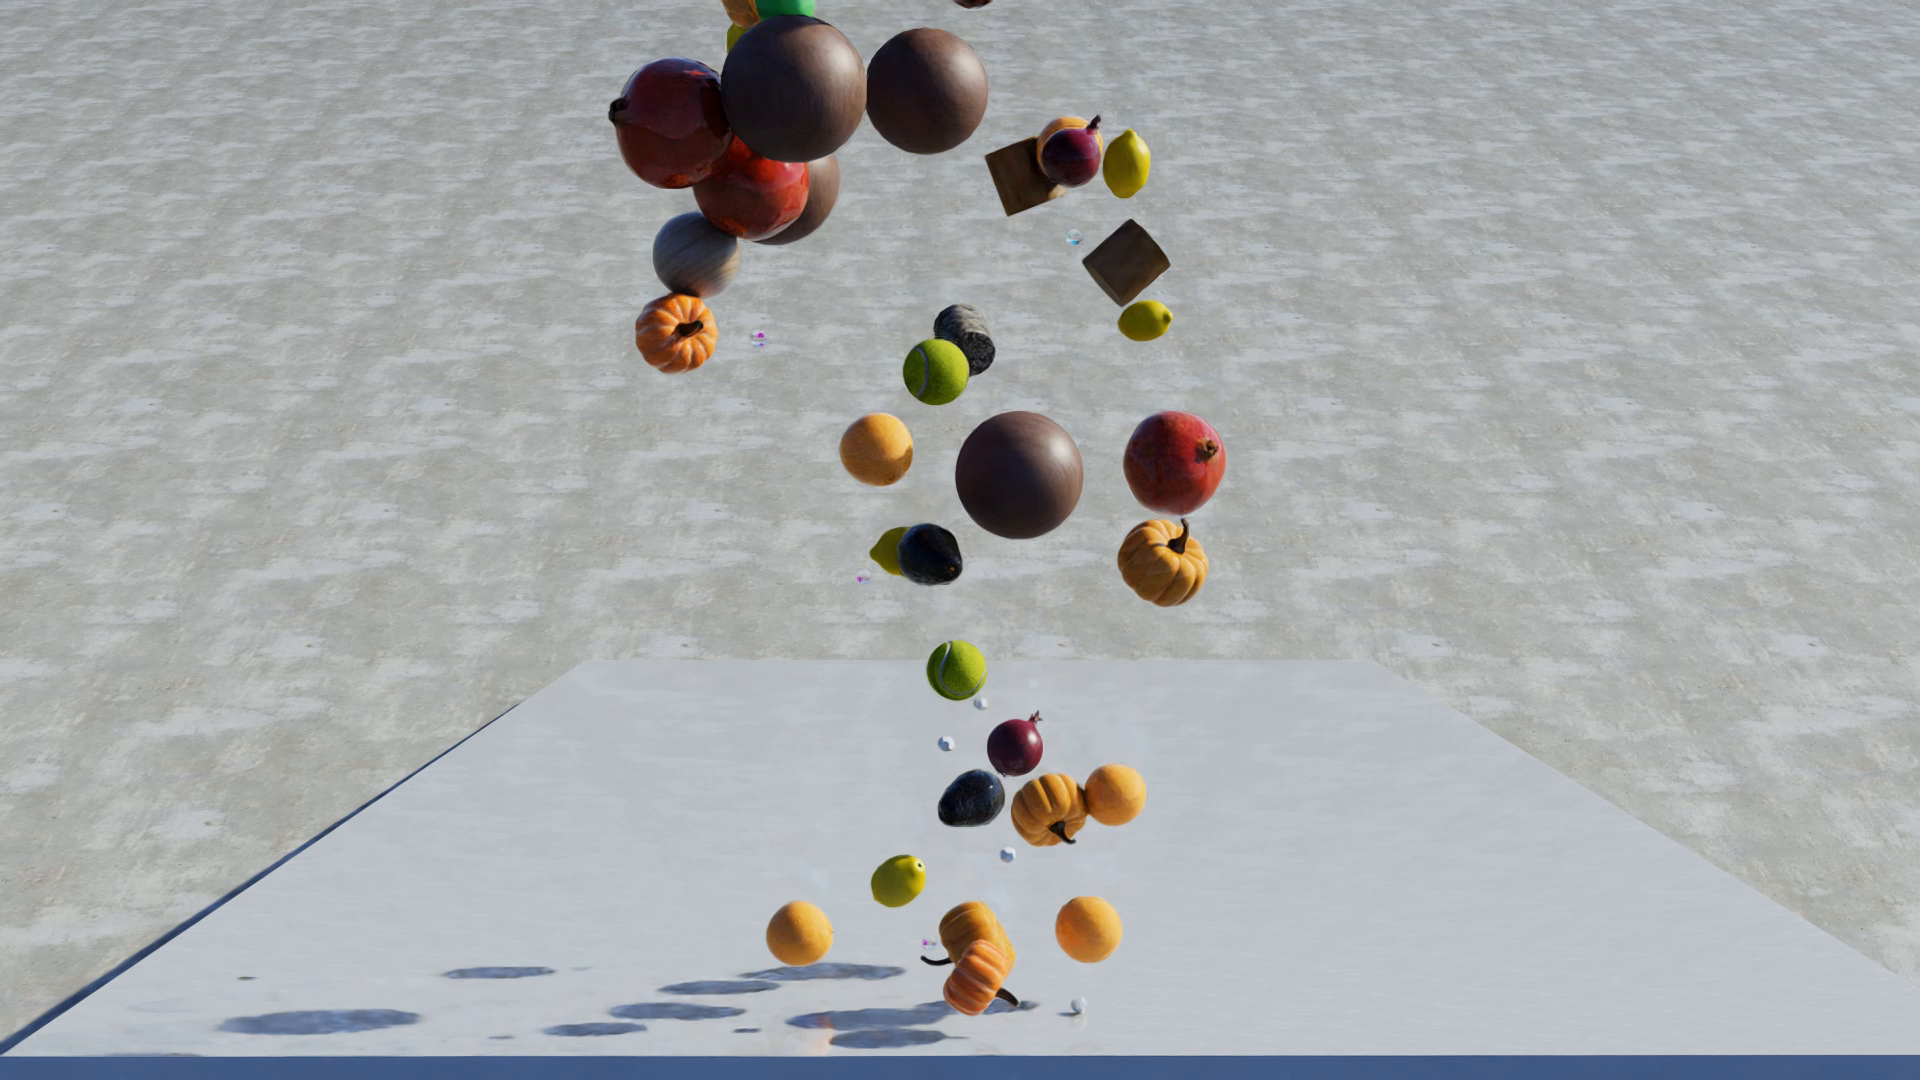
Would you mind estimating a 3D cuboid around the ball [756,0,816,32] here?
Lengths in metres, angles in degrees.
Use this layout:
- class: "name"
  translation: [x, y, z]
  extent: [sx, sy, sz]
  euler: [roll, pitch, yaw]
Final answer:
- class: "ball"
  translation: [-0.157, -0.483, 2.311]
  extent: [0.054, 0.054, 0.054]
  euler: [0, 22, 0]

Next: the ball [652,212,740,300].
- class: "ball"
  translation: [-0.249, -0.269, 2.429]
  extent: [0.083, 0.083, 0.083]
  euler: [0, 22, 0]

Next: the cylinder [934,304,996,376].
- class: "cylinder"
  translation: [0.005, -0.222, 2.854]
  extent: [0.059, 0.059, 0.059]
  euler: [-4, 37, -10]

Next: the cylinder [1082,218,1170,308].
- class: "cylinder"
  translation: [0.152, -0.254, 2.359]
  extent: [0.058, 0.058, 0.058]
  euler: [-41, 29, -1]

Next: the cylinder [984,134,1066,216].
- class: "cylinder"
  translation: [0.071, -0.397, 2.794]
  extent: [0.070, 0.070, 0.070]
  euler: [-21, 6, 2]

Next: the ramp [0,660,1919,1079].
- class: "ramp"
  translation: [0.050, 0.456, 4.533]
  extent: [2.000, 0.100, 4.000]
  euler: [0, 3, 0]
